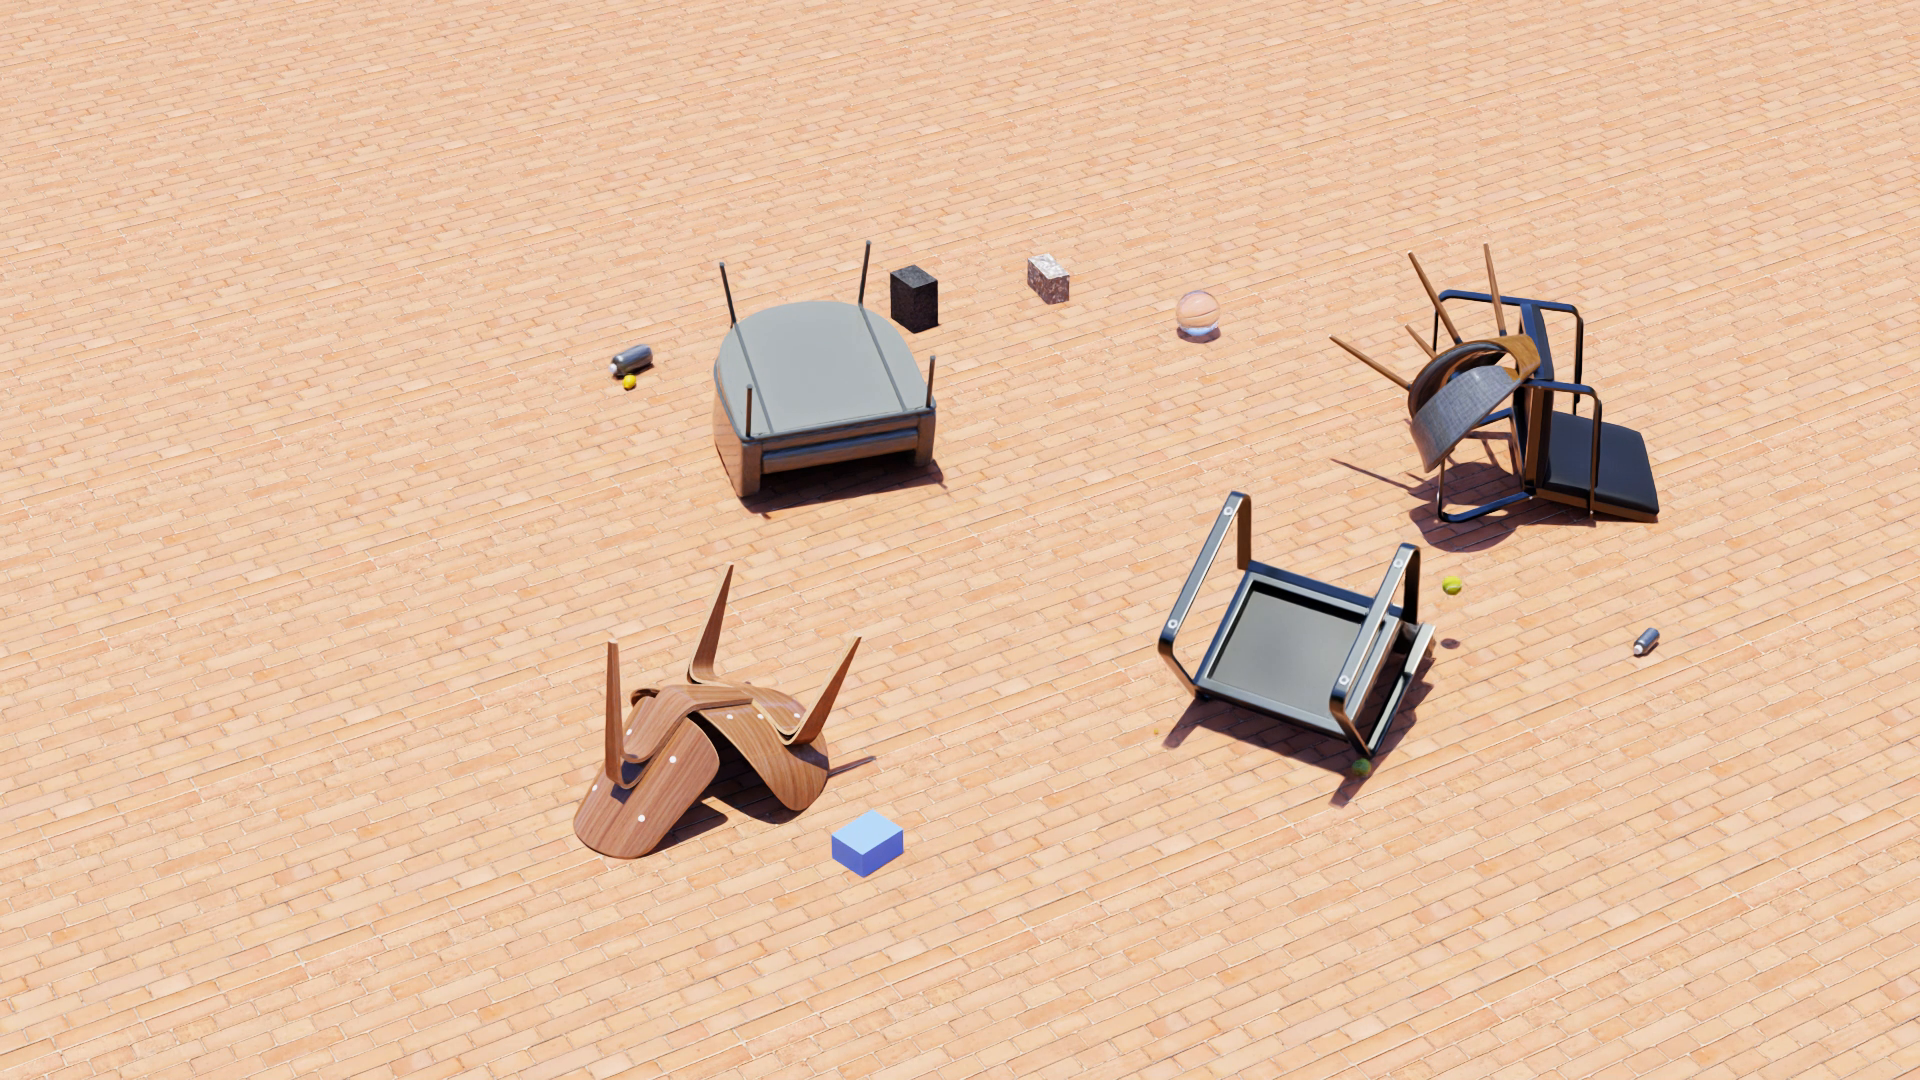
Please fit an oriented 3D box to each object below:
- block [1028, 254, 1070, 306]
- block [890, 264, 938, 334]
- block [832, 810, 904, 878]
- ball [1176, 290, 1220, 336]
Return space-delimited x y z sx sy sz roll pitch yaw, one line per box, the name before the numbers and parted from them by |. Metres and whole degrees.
block | 0.377 -1.113 12.518 0.099 0.127 0.209 -14 36 -20
block | -0.192 -1.009 12.279 0.125 0.217 0.172 -21 39 -29
block | -0.296 0.971 9.383 0.143 0.096 0.181 28 43 36
ball | 0.991 -0.946 12.208 0.188 0.188 0.188 0 33 0
